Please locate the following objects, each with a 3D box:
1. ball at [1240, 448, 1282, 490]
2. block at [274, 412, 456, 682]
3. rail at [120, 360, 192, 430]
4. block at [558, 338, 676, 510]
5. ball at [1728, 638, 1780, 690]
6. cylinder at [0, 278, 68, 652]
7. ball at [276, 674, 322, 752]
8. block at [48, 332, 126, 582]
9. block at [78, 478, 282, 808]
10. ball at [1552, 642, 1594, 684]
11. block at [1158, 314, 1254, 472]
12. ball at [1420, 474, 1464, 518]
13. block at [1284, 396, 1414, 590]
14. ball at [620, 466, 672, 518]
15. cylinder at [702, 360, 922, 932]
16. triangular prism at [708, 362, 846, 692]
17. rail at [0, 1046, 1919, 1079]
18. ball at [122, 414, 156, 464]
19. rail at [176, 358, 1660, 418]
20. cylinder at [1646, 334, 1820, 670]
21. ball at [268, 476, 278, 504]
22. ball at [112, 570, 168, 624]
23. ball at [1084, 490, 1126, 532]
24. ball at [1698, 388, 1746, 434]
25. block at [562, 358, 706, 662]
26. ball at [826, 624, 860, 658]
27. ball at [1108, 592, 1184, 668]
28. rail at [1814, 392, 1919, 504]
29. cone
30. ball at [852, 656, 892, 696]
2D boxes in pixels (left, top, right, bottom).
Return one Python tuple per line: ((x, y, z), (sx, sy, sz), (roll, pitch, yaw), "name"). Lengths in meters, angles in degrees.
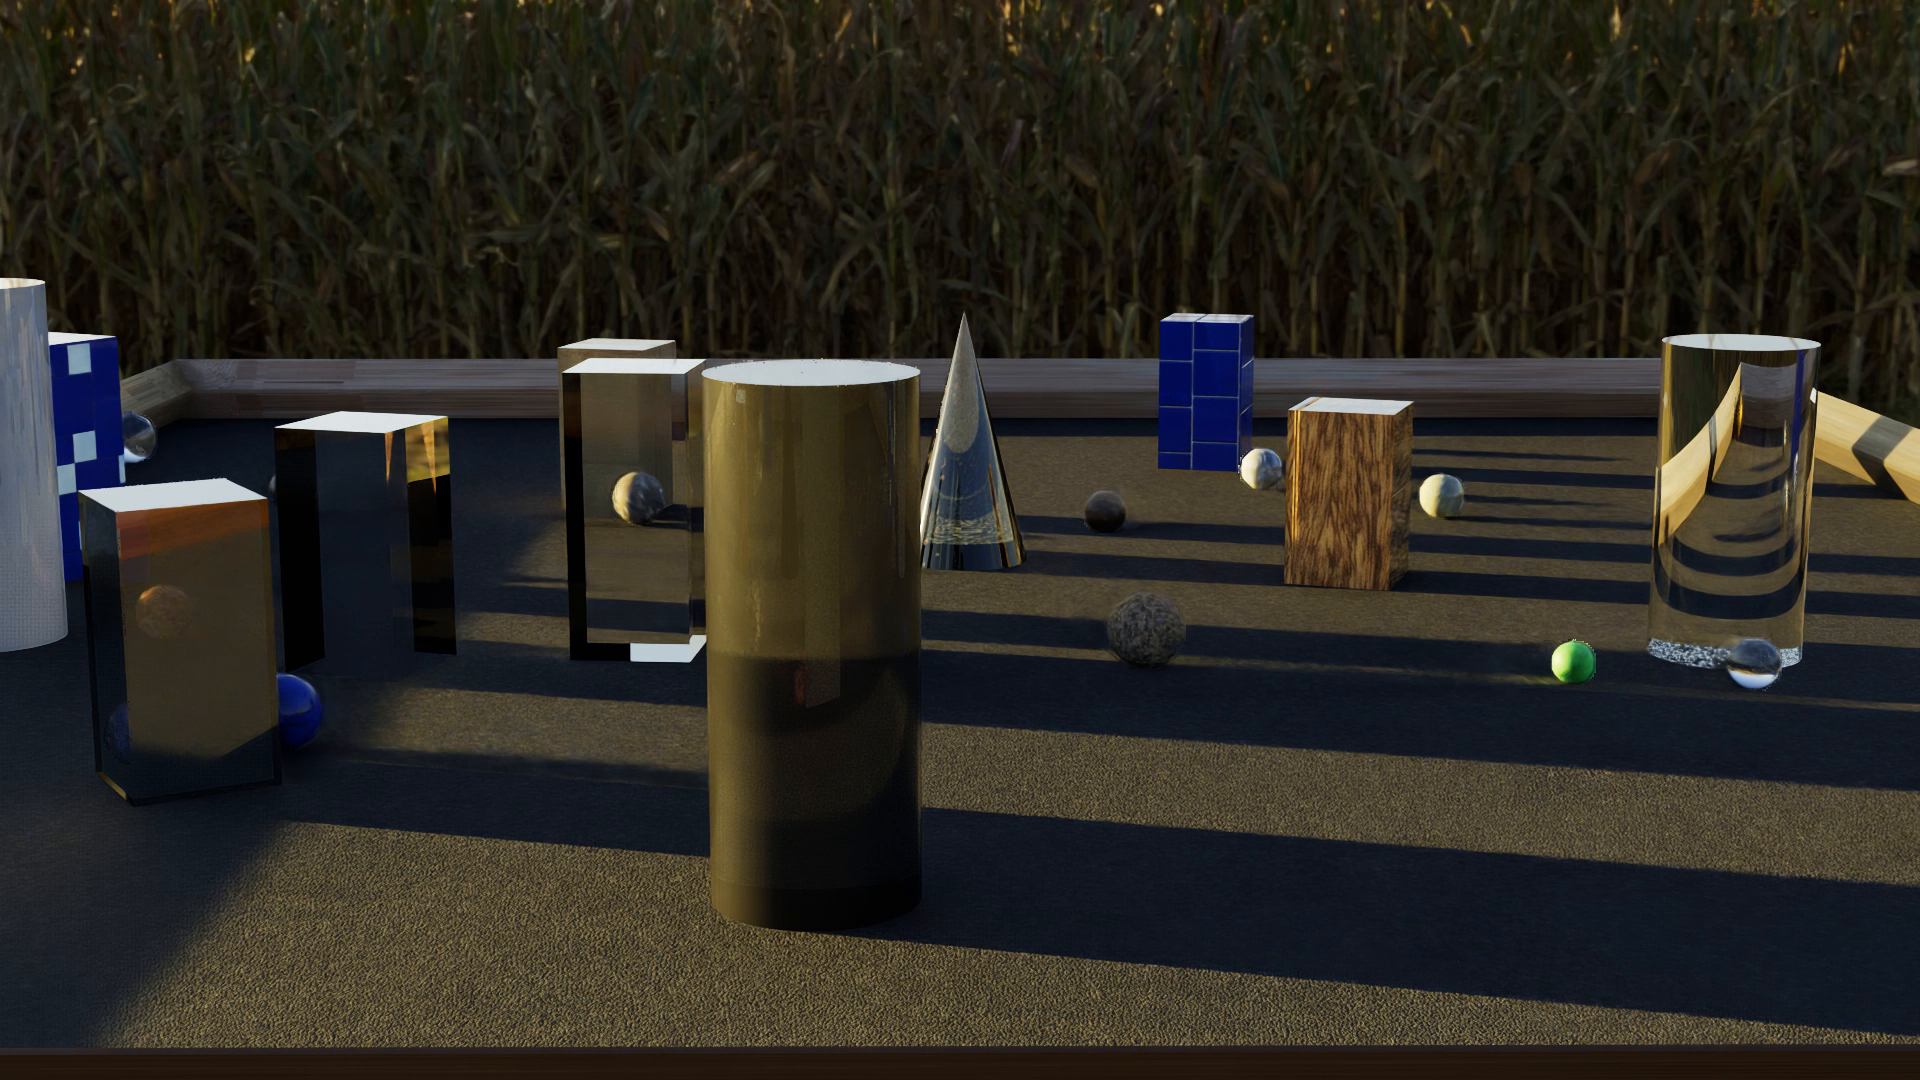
((0.519, -0.123, 4.413), (0.072, 0.072, 0.072), (0, 11, 0), "ball")
((-0.719, 0.005, 3.112), (0.149, 0.299, 0.149), (3, 11, 17), "block")
((-1.579, 0.033, 3.441), (0.045, 0.121, 3.753), (0, 11, 0), "rail")
((-0.564, -0.191, 4.247), (0.149, 0.267, 0.149), (3, 11, 14), "block")
((0.931, 0.145, 3.009), (0.060, 0.060, 0.060), (0, 11, 0), "ball")
((-1.240, -0.097, 3.241), (0.186, 0.451, 0.186), (0, 11, 0), "cylinder")
((-0.724, 0.184, 2.740), (0.083, 0.083, 0.083), (0, 11, 0), "ball")
((-1.309, -0.120, 3.676), (0.149, 0.337, 0.149), (5, 12, 27), "block")
((-0.793, 0.100, 2.610), (0.149, 0.296, 0.149), (-7, 12, -32), "block")
((0.726, 0.145, 3.038), (0.050, 0.050, 0.050), (0, 11, 0), "ball")
((0.449, -0.271, 4.672), (0.149, 0.267, 0.149), (3, 11, 14), "block")
((0.776, -0.071, 4.135), (0.072, 0.072, 0.072), (0, 11, 0), "ball")
((0.552, -0.068, 3.643), (0.149, 0.247, 0.149), (4, 11, 19), "block")
((-0.506, -0.076, 4.131), (0.084, 0.084, 0.084), (0, 11, 0), "ball")
((-0.126, 0.086, 2.223), (0.186, 0.465, 0.186), (0, 11, 0), "cylinder")
((-0.196, -0.020, 3.052), (0.161, 0.369, 0.140), (3, 11, 13), "triangular prism")
((0.011, 0.371, 1.628), (3.205, 0.121, 0.045), (0, 11, 0), "rail")
((-1.519, -0.186, 4.698), (0.091, 0.091, 0.091), (0, 11, 0), "ball")
((-0.011, -0.309, 5.271), (3.205, 0.121, 0.045), (0, 11, 0), "rail")
((0.952, -0.050, 3.163), (0.186, 0.388, 0.186), (0, 11, 0), "cylinder")
((-1.119, -0.085, 4.256), (0.055, 0.055, 0.055), (0, 11, 0), "ball")
((-1.073, 0.075, 3.358), (0.071, 0.071, 0.071), (0, 11, 0), "ball")
((0.227, -0.045, 4.010), (0.066, 0.066, 0.066), (0, 11, 0), "ball")
((1.503, -0.254, 5.062), (0.090, 0.090, 0.090), (0, 11, 0), "ball")
((-0.400, -0.040, 3.194), (0.149, 0.356, 0.149), (1, 11, 4), "block")
((-0.145, 0.125, 3.172), (0.041, 0.041, 0.041), (0, 11, 0), "ball")
((0.225, 0.110, 3.113), (0.092, 0.092, 0.092), (0, 11, 0), "ball")
((1.579, 0.029, 3.458), (0.045, 0.121, 3.753), (0, 11, 0), "rail")
((0.006, -0.154, 3.770), (0.186, 0.368, 0.186), (0, 11, 0), "cone")
((-0.103, 0.158, 2.982), (0.046, 0.046, 0.046), (0, 11, 0), "ball")
